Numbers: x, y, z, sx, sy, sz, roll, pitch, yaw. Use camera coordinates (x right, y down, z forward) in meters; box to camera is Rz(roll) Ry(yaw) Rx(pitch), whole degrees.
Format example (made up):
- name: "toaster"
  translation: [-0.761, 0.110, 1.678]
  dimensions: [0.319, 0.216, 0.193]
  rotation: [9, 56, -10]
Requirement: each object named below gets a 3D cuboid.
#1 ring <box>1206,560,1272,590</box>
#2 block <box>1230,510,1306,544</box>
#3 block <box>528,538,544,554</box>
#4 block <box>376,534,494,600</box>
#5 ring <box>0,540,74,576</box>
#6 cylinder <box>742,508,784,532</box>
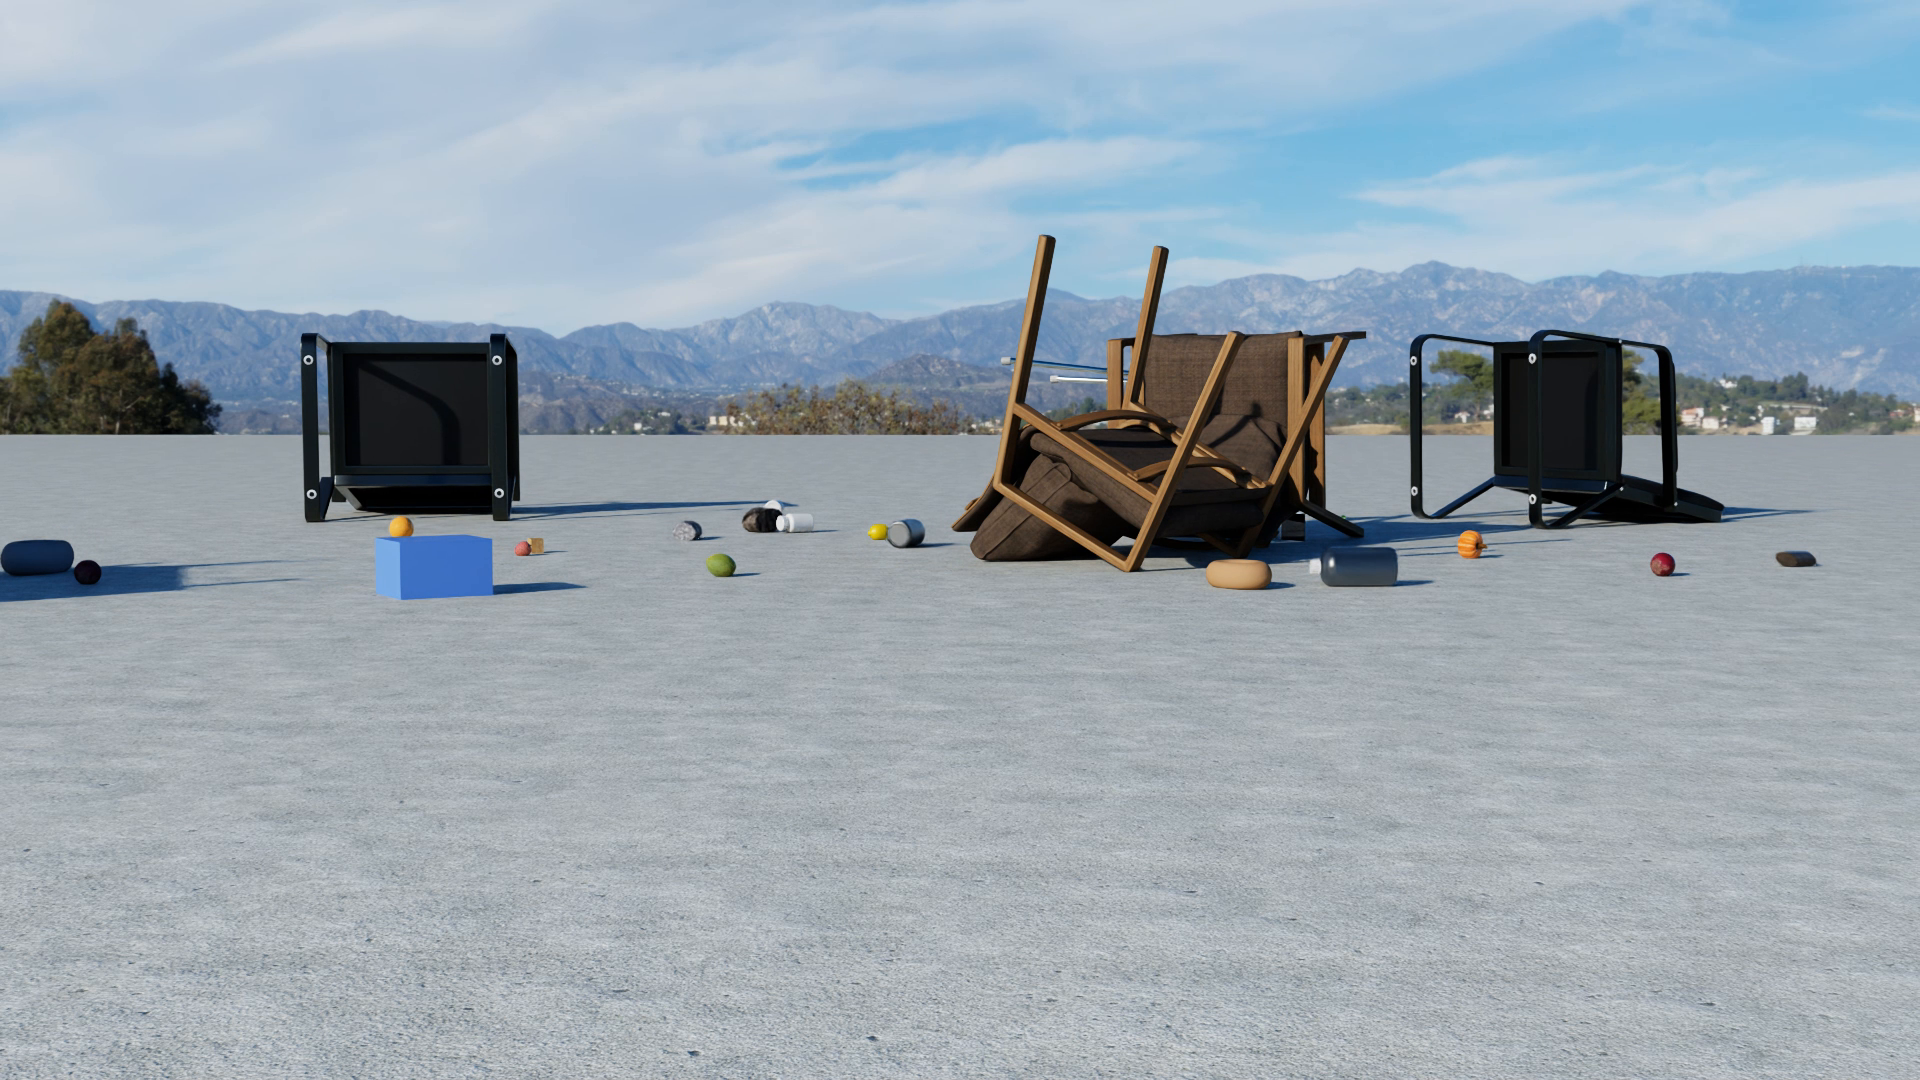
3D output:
- name: "ring"
  translation: [0.632, 0.078, 4.983]
  dimensions: [0.125, 0.060, 0.191]
  rotation: [-4, 4, -27]
- name: "block"
  translation: [0.912, -0.041, 6.527]
  dimensions: [0.117, 0.084, 0.201]
  rotation: [-3, 5, -33]
- name: "block"
  translation: [-1.163, 0.016, 6.026]
  dimensions: [0.035, 0.040, 0.033]
  rotation: [-2, 5, -29]
- name: "block"
  translation: [-1.150, 0.058, 4.808]
  dimensions: [0.205, 0.123, 0.173]
  rotation: [-2, 5, -32]
- name: "ring"
  translation: [-2.252, 0.042, 5.369]
  dimensions: [0.125, 0.078, 0.241]
  rotation: [3, 3, 10]
- name: "cylinder"
  translation: [-0.619, -0.063, 6.899]
  dimensions: [0.052, 0.076, 0.139]
  rotation: [4, 10, 34]
